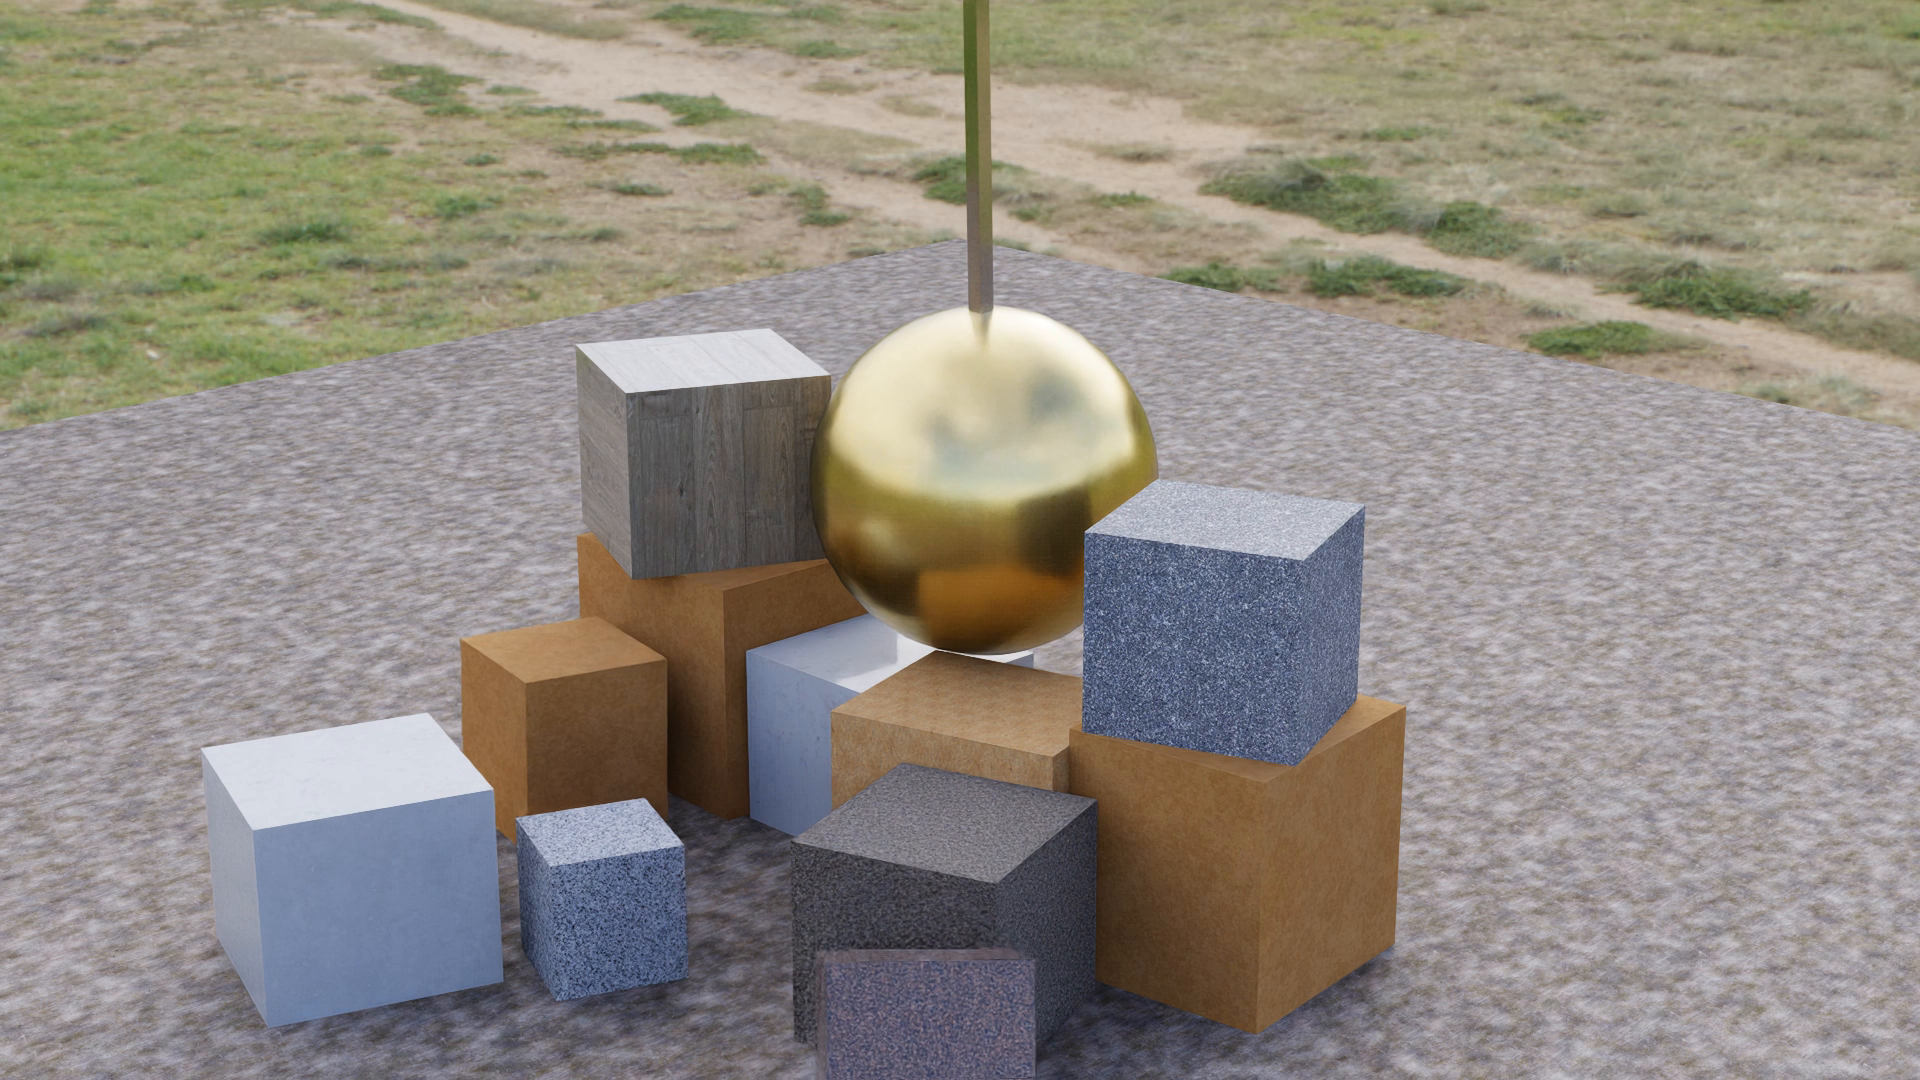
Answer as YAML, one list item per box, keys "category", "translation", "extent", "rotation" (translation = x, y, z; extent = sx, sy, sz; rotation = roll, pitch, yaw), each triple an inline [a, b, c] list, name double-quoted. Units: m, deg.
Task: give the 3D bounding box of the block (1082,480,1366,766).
- category: "block"
  translation: [1.099, 0.323, 12.188]
  extent: [0.926, 0.869, 0.838]
  rotation: [8, 19, 23]

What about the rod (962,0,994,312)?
- category: "rod"
  translation: [0.047, -3.496, 12.292]
  extent: [0.080, 5.200, 0.080]
  rotation: [17, 25, 42]

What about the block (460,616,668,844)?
- category: "block"
  translation: [-1.889, 0.916, 13.990]
  extent: [0.725, 0.840, 0.739]
  rotation: [-9, 19, -32]

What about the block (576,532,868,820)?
- category: "block"
  translation: [-1.105, 0.553, 14.647]
  extent: [1.081, 1.162, 1.177]
  rotation: [-15, 23, -40]

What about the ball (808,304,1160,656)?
- category: "ball"
  translation: [0.109, -0.272, 13.370]
  extent: [1.600, 1.600, 1.600]
  rotation: [0, 17, 0]

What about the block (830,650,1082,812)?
- category: "block"
  translation: [0.135, 1.186, 12.857]
  extent: [1.077, 1.027, 0.902]
  rotation: [10, 20, 28]

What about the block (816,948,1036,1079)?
- category: "block"
  translation: [-0.137, 1.881, 10.746]
  extent: [0.740, 0.715, 0.755]
  rotation: [0, -5, -6]

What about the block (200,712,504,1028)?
- category: "block"
  translation: [-2.593, 1.381, 12.489]
  extent: [0.997, 0.877, 0.988]
  rotation: [-8, 19, -24]

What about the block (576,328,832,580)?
- category: "block"
  translation: [-1.257, -0.441, 14.350]
  extent: [1.000, 0.912, 1.016]
  rotation: [-6, 19, -19]

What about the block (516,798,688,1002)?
- category: "block"
  translation: [-1.526, 1.522, 12.484]
  extent: [0.575, 0.610, 0.560]
  rotation: [-7, 19, -22]

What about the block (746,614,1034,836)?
- category: "block"
  translation: [-0.331, 0.934, 13.956]
  extent: [0.947, 0.850, 0.973]
  rotation: [-16, 24, -42]

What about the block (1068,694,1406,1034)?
- category: "block"
  translation: [1.173, 1.270, 12.466]
  extent: [0.961, 1.103, 1.102]
  rotation: [13, 22, 36]

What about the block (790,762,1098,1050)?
- category: "block"
  translation: [-0.053, 1.548, 11.956]
  extent: [0.908, 0.877, 0.946]
  rotation: [9, 19, 26]
